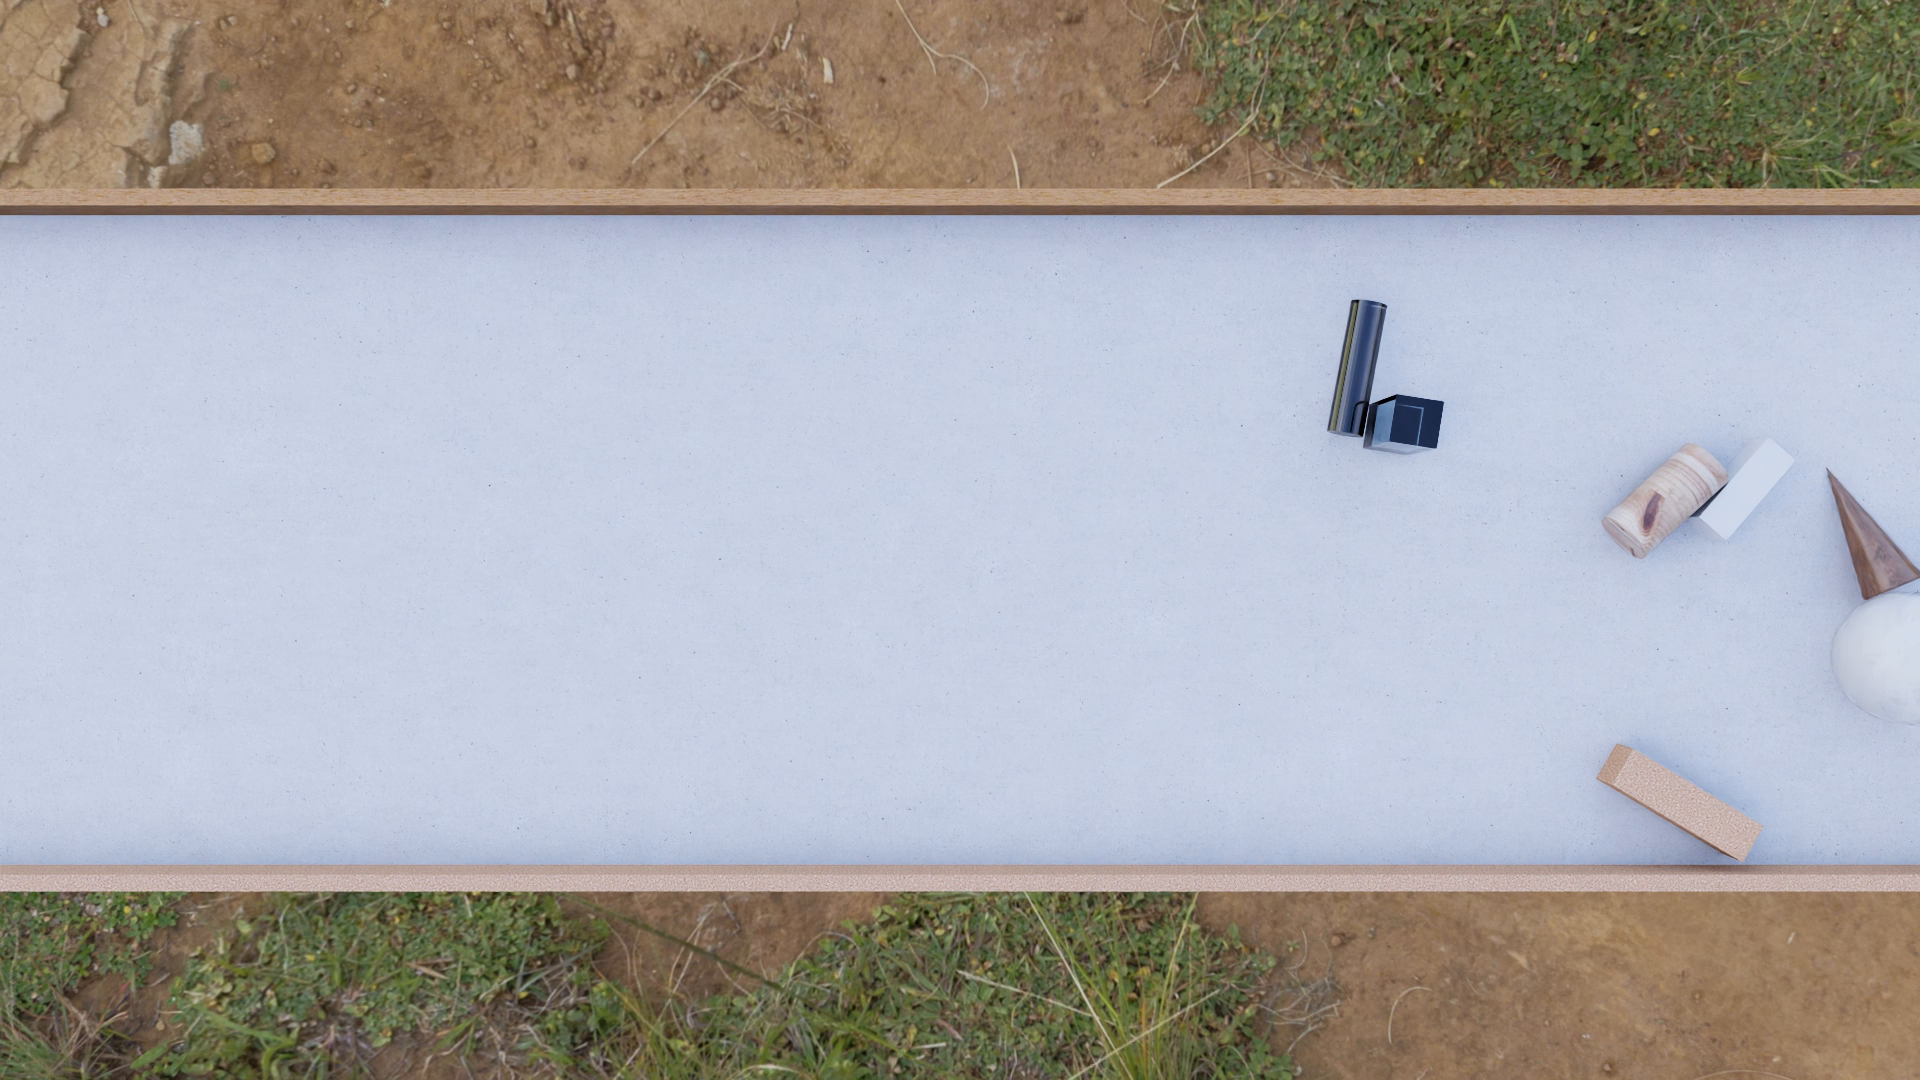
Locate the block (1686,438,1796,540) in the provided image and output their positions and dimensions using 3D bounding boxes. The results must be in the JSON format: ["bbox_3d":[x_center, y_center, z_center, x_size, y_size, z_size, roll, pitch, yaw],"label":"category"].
[{"bbox_3d":[2.372,-0.154,5.022,0.108,0.108,0.319,41,90,0],"label":"block"}]

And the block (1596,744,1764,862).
[{"bbox_3d":[2.186,0.797,5.014,0.457,0.125,0.125,31,90,0],"label":"block"}]

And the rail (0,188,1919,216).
[{"bbox_3d":[-2.247,-1.025,5.002,12.000,0.150,0.050,0,90,0],"label":"rail"}]

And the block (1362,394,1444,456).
[{"bbox_3d":[1.314,-0.340,4.905,0.138,0.341,0.138,9,90,1],"label":"block"}]

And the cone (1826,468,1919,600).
[{"bbox_3d":[2.744,-0.040,5.033,0.177,0.177,0.415,-23,78,0],"label":"cone"}]

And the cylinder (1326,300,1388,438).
[{"bbox_3d":[1.208,-0.521,5.022,0.110,0.110,0.404,11,90,0],"label":"cylinder"}]

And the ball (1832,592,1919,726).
[{"bbox_3d":[2.803,0.350,4.880,0.393,0.393,0.393,0,90,0],"label":"ball"}]

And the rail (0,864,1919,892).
[{"bbox_3d":[-2.247,1.025,5.001,12.000,0.150,0.050,0,90,0],"label":"rail"}]

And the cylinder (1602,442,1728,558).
[{"bbox_3d":[2.132,-0.118,4.993,0.340,0.167,0.167,-42,90,0],"label":"cylinder"}]
